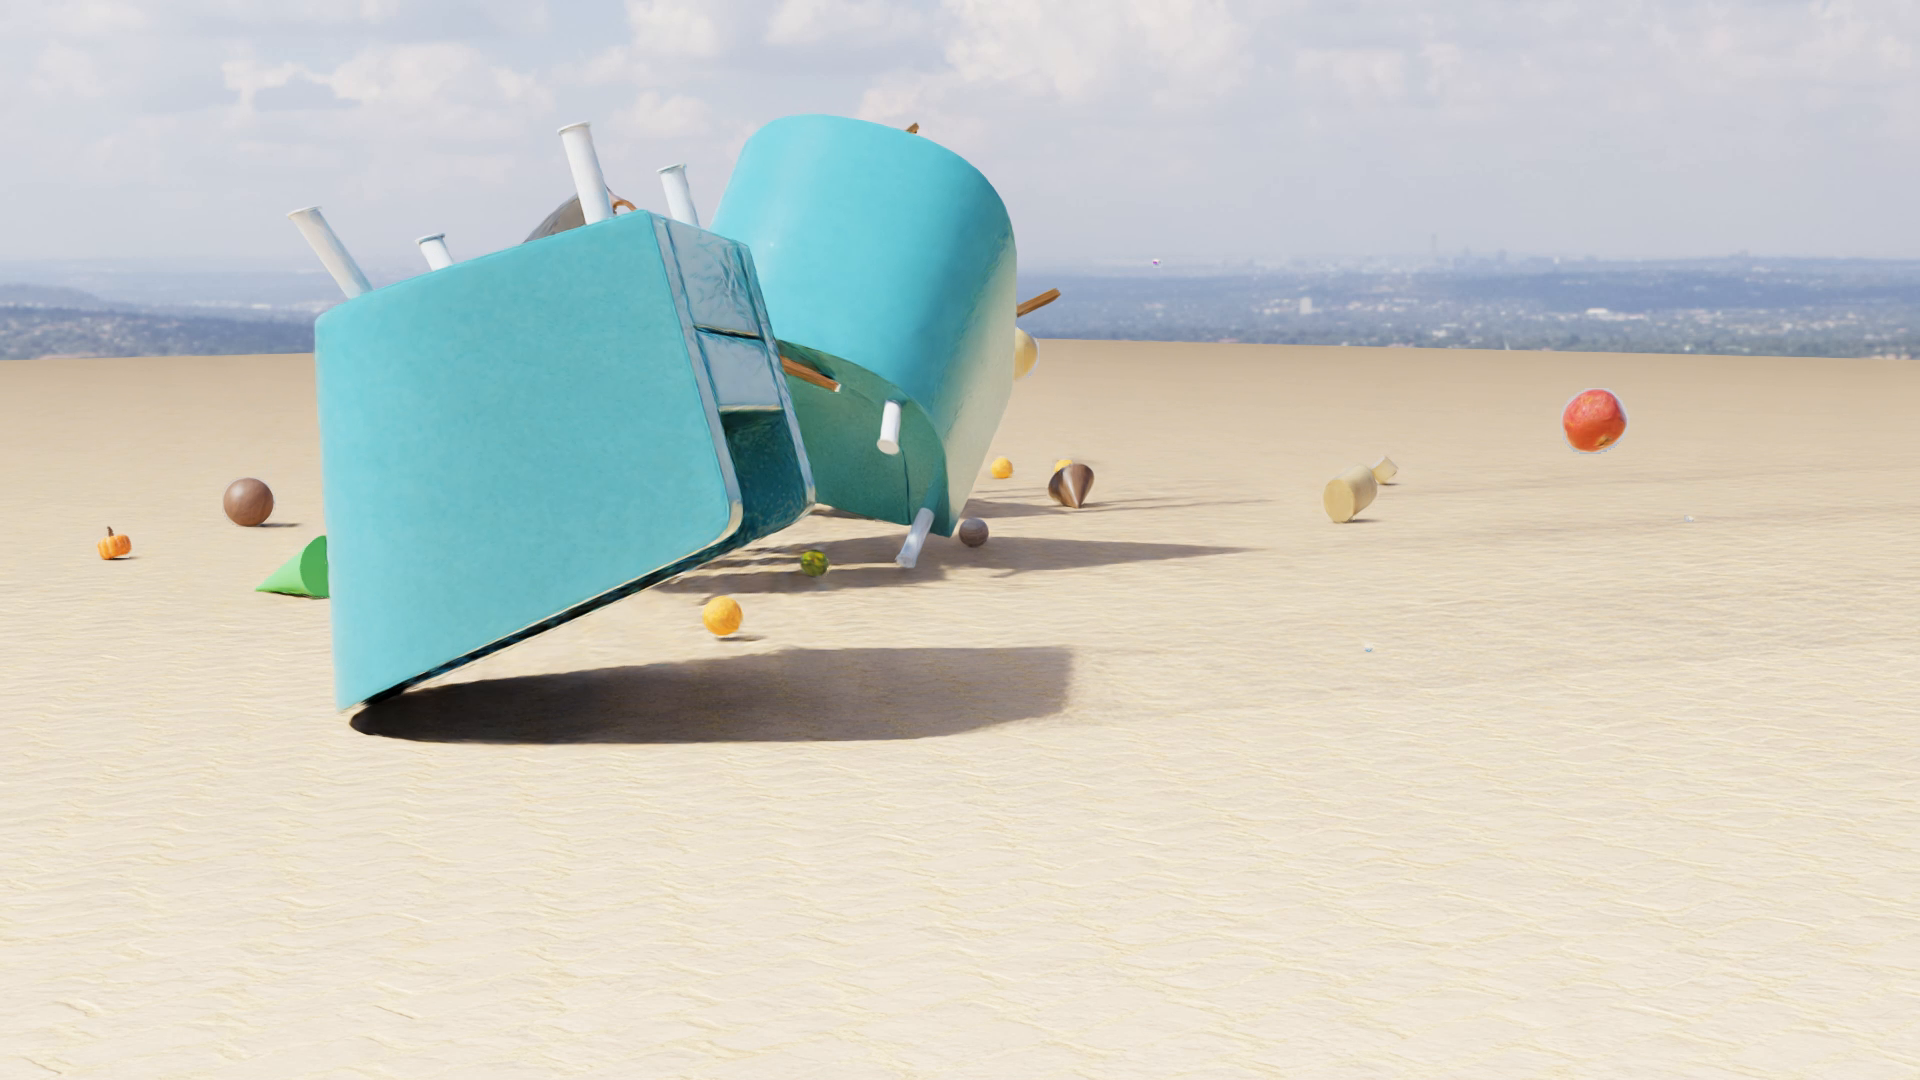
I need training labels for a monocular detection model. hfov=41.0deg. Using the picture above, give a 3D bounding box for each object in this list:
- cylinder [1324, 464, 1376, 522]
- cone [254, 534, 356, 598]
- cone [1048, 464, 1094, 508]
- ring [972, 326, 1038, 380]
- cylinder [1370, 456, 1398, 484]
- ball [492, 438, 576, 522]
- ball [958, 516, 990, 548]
[{"bbox_3d":[1.045,-0.125,6.875,0.095,0.128,0.119,18,31,33],"label":"cylinder"},{"bbox_3d":[-1.392,0.079,5.333,0.222,0.125,0.175,-16,16,30],"label":"cone"},{"bbox_3d":[0.327,-0.125,7.323,0.123,0.147,0.139,39,20,-26],"label":"cone"},{"bbox_3d":[0.153,-0.646,8.897,0.207,0.114,0.380,38,-17,-13],"label":"ring"},{"bbox_3d":[1.335,-0.221,8.094,0.078,0.058,0.067,-43,4,33],"label":"cylinder"},{"bbox_3d":[-1.141,-0.159,6.869,0.223,0.223,0.223,0,6,0],"label":"ball"},{"bbox_3d":[0.034,-0.019,6.236,0.074,0.074,0.074,0,6,0],"label":"ball"}]
